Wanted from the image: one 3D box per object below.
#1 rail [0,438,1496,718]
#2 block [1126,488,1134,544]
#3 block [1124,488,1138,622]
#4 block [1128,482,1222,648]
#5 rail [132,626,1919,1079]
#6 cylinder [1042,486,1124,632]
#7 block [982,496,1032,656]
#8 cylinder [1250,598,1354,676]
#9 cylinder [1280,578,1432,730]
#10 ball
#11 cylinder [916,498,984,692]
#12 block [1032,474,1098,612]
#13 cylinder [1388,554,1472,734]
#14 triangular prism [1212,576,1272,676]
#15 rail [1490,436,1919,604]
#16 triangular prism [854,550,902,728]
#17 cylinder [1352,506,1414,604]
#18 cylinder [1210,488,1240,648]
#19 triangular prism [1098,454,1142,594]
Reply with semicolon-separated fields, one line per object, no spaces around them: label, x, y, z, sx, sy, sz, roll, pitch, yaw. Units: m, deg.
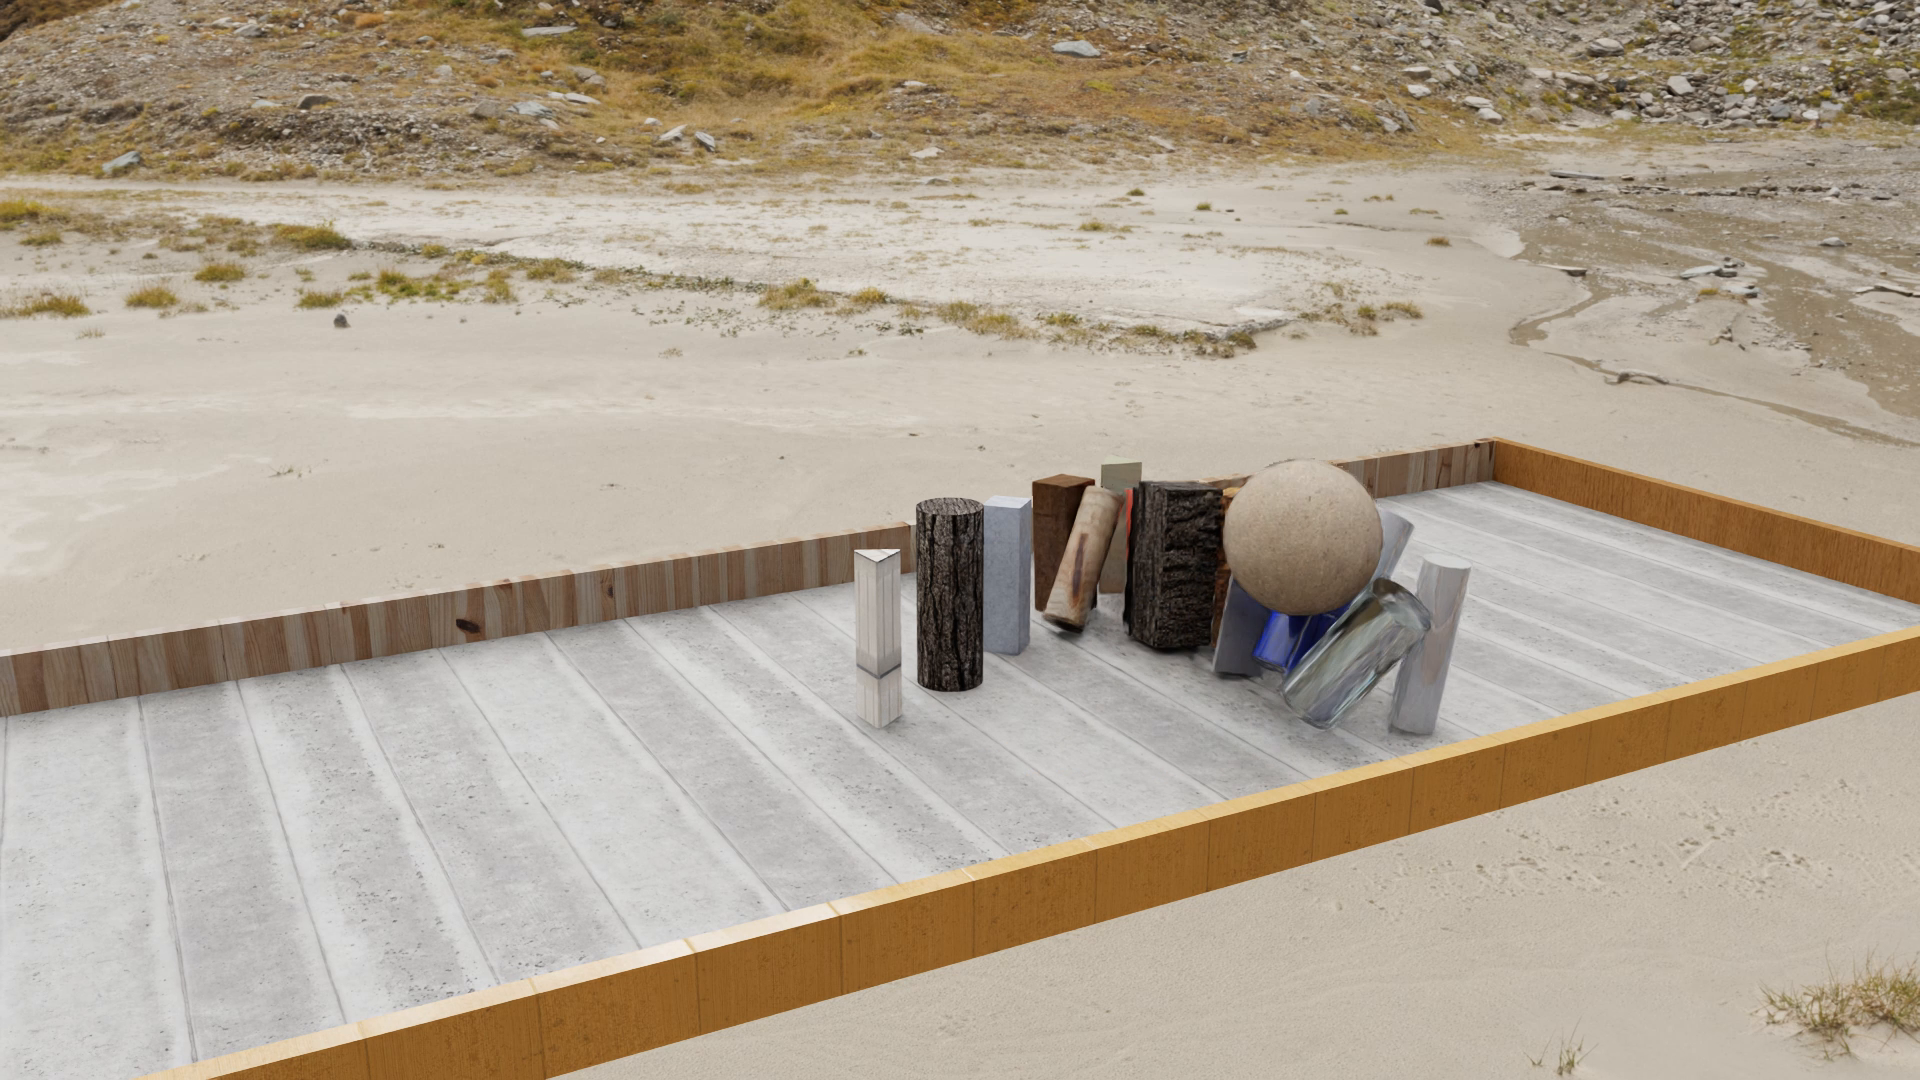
rail;-3.305;0.497;3.399;12.000;0.150;0.050;-9;18;-27
block;0.564;0.024;4.652;0.138;0.333;0.138;-5;8;-18
block;0.537;0.050;4.498;0.115;0.369;0.115;-1;10;-25
block;0.567;0.062;4.356;0.159;0.416;0.159;-1;10;-22
rail;-2.336;1.006;1.665;12.000;0.150;0.050;-9;18;-27
cylinder;0.338;0.052;4.499;0.114;0.386;0.114;18;-13;4
block;0.121;0.093;4.328;0.103;0.401;0.103;6;17;18
cylinder;0.864;0.173;4.068;0.168;0.337;0.168;25;-5;3
cylinder;0.905;0.265;3.787;0.163;0.347;0.163;24;34;-17
ball;0.798;-0.005;3.848;0.366;0.366;0.366;0;16;0
cylinder;-0.025;0.135;4.091;0.166;0.454;0.166;0;16;0
block;0.295;0.014;4.637;0.126;0.370;0.126;11;19;43
cylinder;1.083;0.240;3.808;0.108;0.402;0.108;7;16;-2
triangular prism;0.708;0.163;4.192;0.144;0.333;0.125;9;6;-20
rail;2.466;-0.048;5.253;0.050;0.150;2.100;-9;18;-27
triangular prism;-0.178;0.225;3.862;0.091;0.409;0.105;-10;19;-31
cylinder;1.002;0.121;4.197;0.145;0.408;0.145;26;-5;2
cylinder;0.754;0.080;4.337;0.160;0.414;0.160;2;15;0
triangular prism;0.450;-0.048;4.826;0.123;0.390;0.107;-5;17;-16
